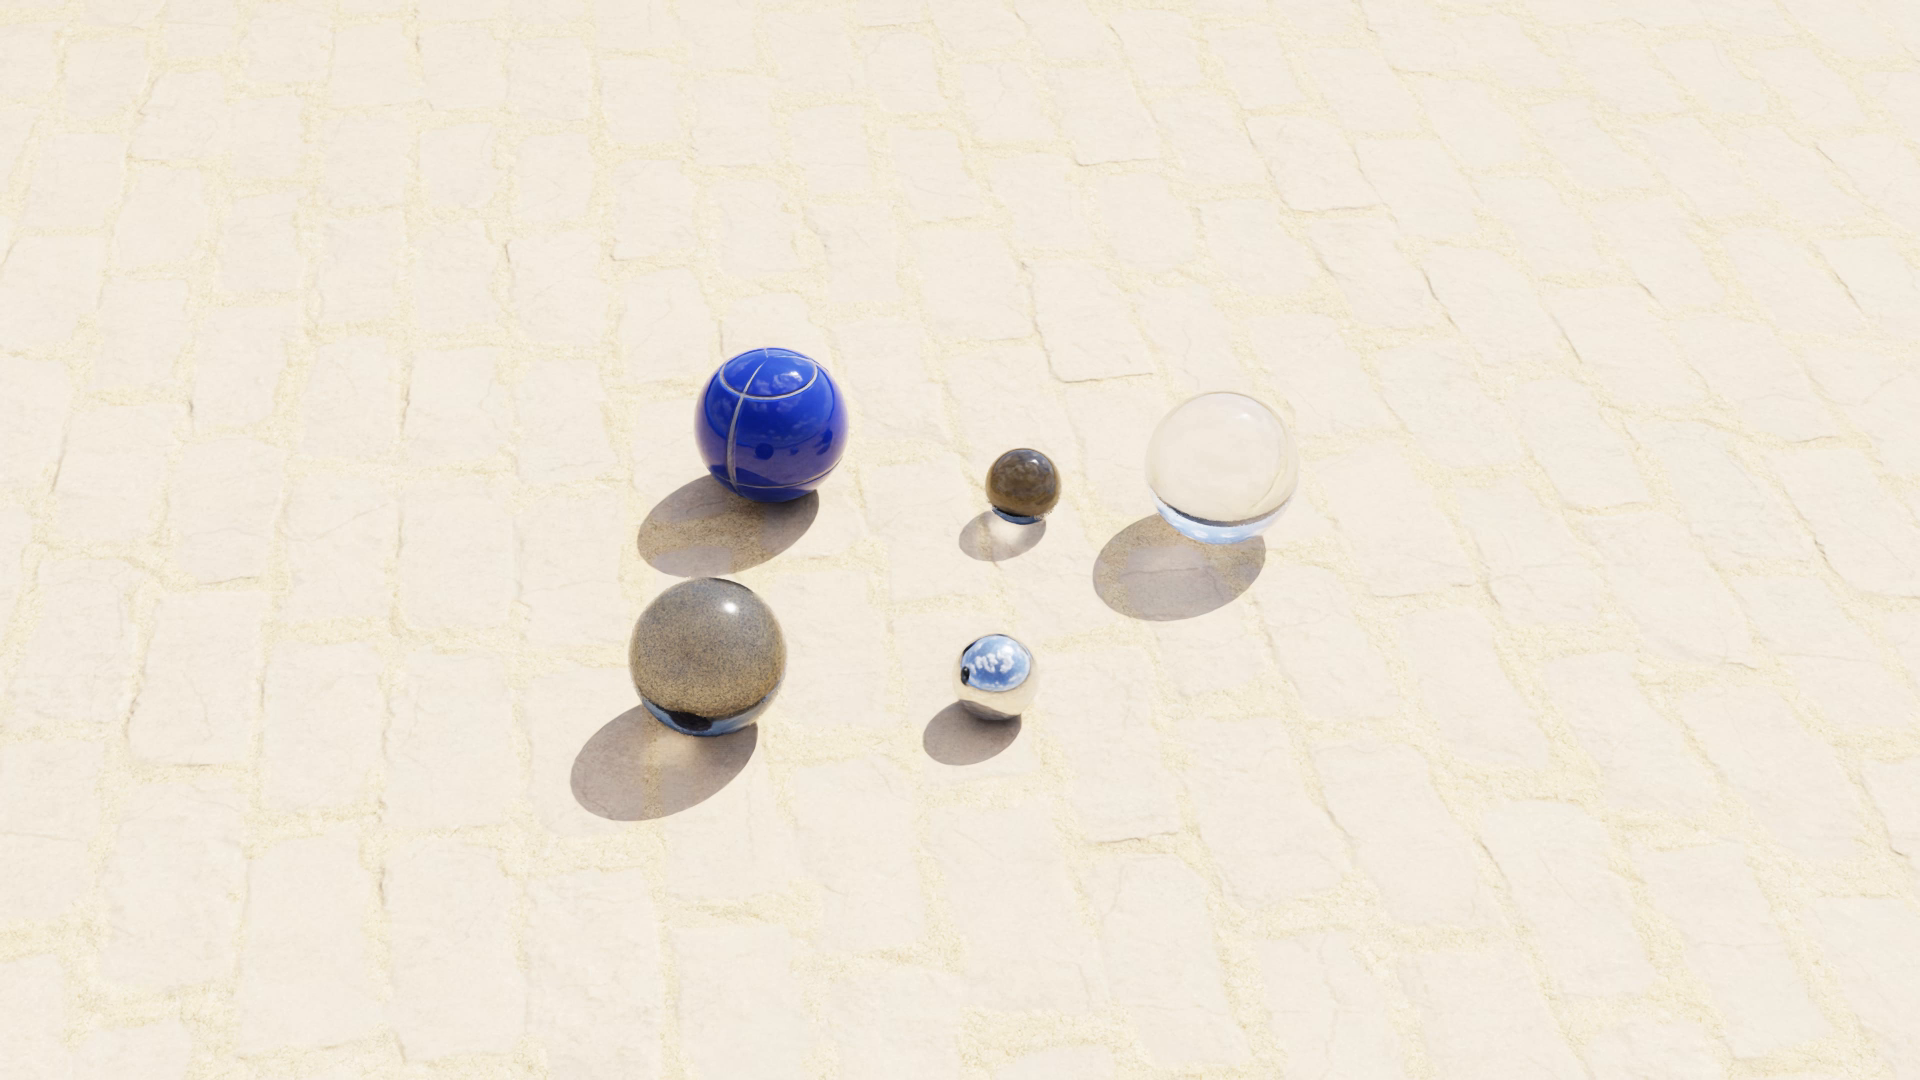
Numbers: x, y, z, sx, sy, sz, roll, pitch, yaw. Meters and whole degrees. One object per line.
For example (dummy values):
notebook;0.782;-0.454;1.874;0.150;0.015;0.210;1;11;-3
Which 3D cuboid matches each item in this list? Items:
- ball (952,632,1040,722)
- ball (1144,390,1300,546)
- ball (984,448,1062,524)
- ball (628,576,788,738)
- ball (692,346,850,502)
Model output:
ball;0.020;0.076;1.426;0.049;0.049;0.049;0;37;0
ball;0.158;-0.044;1.549;0.094;0.094;0.094;0;37;0
ball;0.039;-0.033;1.574;0.048;0.048;0.048;0;37;0
ball;-0.138;0.064;1.409;0.088;0.088;0.088;0;37;0
ball;-0.116;-0.071;1.584;0.097;0.097;0.097;0;37;0
